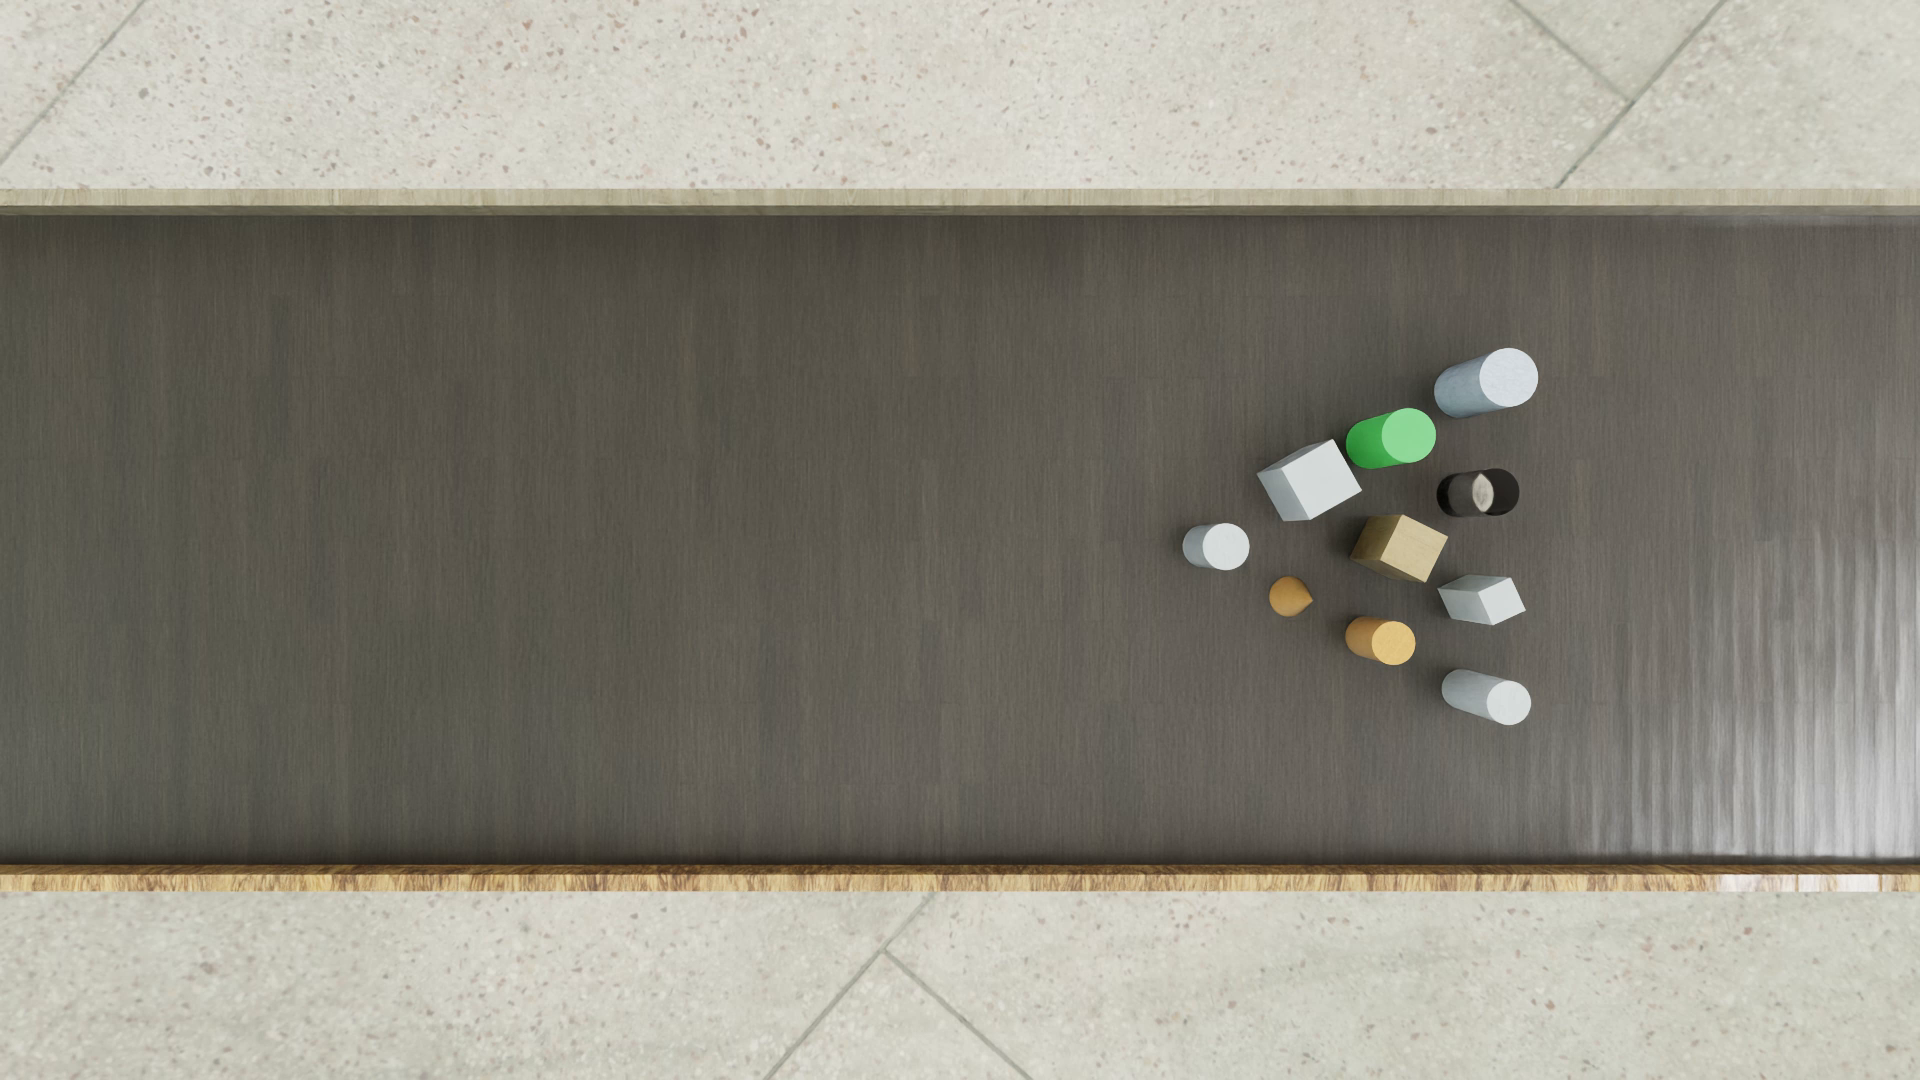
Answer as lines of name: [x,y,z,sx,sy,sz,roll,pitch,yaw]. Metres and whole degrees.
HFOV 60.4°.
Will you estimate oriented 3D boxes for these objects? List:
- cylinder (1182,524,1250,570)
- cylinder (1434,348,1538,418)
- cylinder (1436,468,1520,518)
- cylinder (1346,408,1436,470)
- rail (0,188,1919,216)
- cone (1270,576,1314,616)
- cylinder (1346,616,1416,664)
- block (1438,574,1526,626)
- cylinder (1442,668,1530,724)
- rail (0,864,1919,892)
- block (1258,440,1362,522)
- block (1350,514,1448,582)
cylinder: [0.751,0.019,4.866,0.132,0.421,0.132,0,90,0]
cylinder: [1.542,-0.457,4.855,0.165,0.444,0.165,0,90,0]
cylinder: [1.535,-0.138,4.901,0.137,0.350,0.137,0,90,0]
cylinder: [1.264,-0.295,4.860,0.153,0.432,0.153,0,90,0]
rail: [-2.247,-1.025,5.002,12.000,0.150,0.050,0,90,0]
cone: [1.014,0.174,4.904,0.125,0.344,0.125,0,90,0]
cylinder: [1.249,0.297,4.913,0.126,0.326,0.126,0,90,0]
block: [1.537,0.174,4.878,0.103,0.397,0.103,-24,90,0]
cylinder: [1.544,0.458,4.858,0.124,0.437,0.124,0,90,0]
rail: [-2.247,1.025,5.001,12.000,0.150,0.050,0,90,0]
block: [1.027,-0.172,4.881,0.169,0.390,0.169,-29,90,0]
block: [1.294,0.024,4.889,0.145,0.374,0.145,26,90,0]
